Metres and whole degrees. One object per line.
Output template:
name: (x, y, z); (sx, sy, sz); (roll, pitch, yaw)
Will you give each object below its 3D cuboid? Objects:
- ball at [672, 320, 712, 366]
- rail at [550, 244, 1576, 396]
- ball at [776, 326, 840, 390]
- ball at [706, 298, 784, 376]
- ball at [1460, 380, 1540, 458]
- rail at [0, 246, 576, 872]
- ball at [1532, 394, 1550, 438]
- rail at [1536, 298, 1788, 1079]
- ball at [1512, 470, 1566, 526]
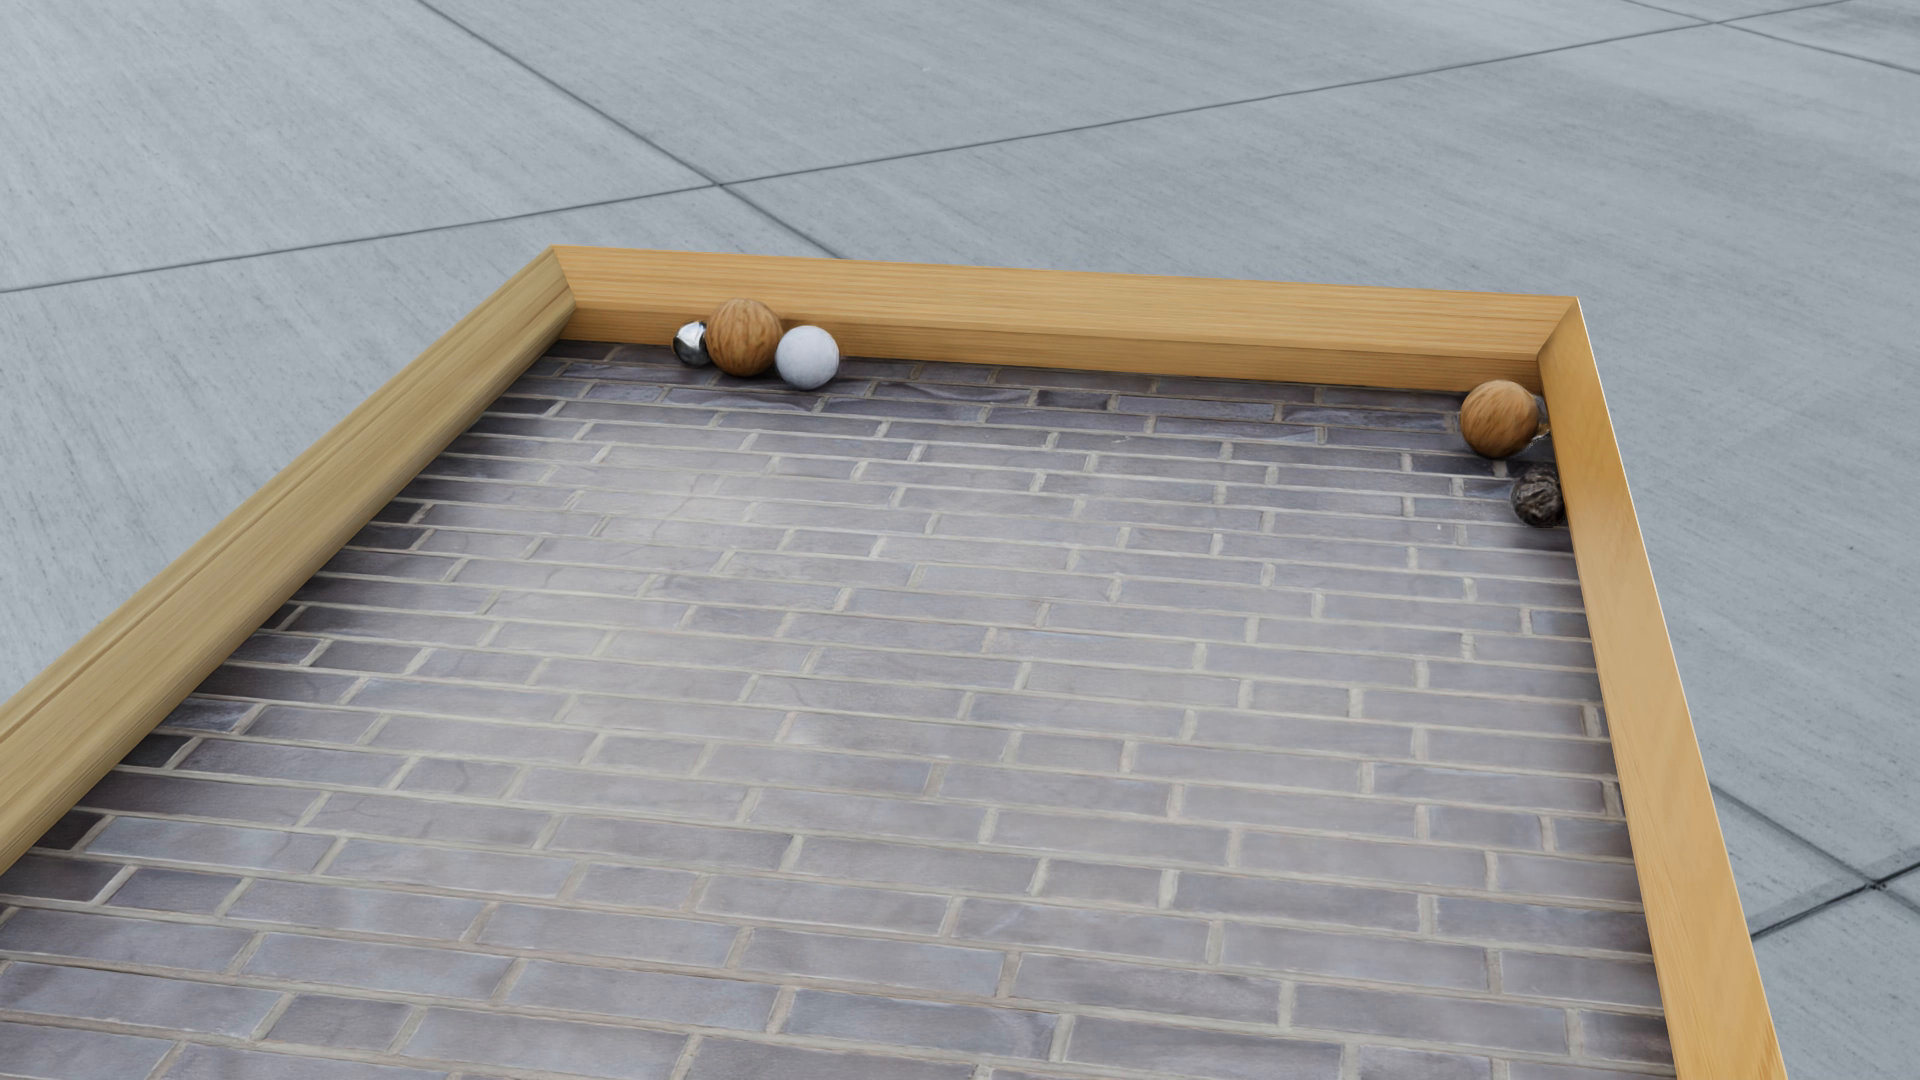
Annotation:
ball: (-0.339, -0.252, 2.816); (0.058, 0.058, 0.058); (0, 24, 0)
rail: (0.104, -0.272, 2.773); (1.304, 0.128, 0.045); (4, 25, 9)
ball: (-0.190, -0.227, 2.734); (0.080, 0.080, 0.080); (0, 24, 0)
ball: (-0.272, -0.255, 2.774); (0.099, 0.099, 0.099); (0, 24, 0)
ball: (0.620, -0.139, 2.526); (0.090, 0.090, 0.090); (0, 24, 0)
rail: (-0.727, 0.185, 1.757); (0.045, 0.128, 2.527); (4, 25, 9)
ball: (0.672, -0.145, 2.584); (0.053, 0.053, 0.053); (0, 24, 0)
rail: (0.512, 0.273, 1.561); (0.045, 0.128, 2.527); (4, 25, 9)
ball: (0.620, -0.044, 2.352); (0.060, 0.060, 0.060); (0, 24, 0)
